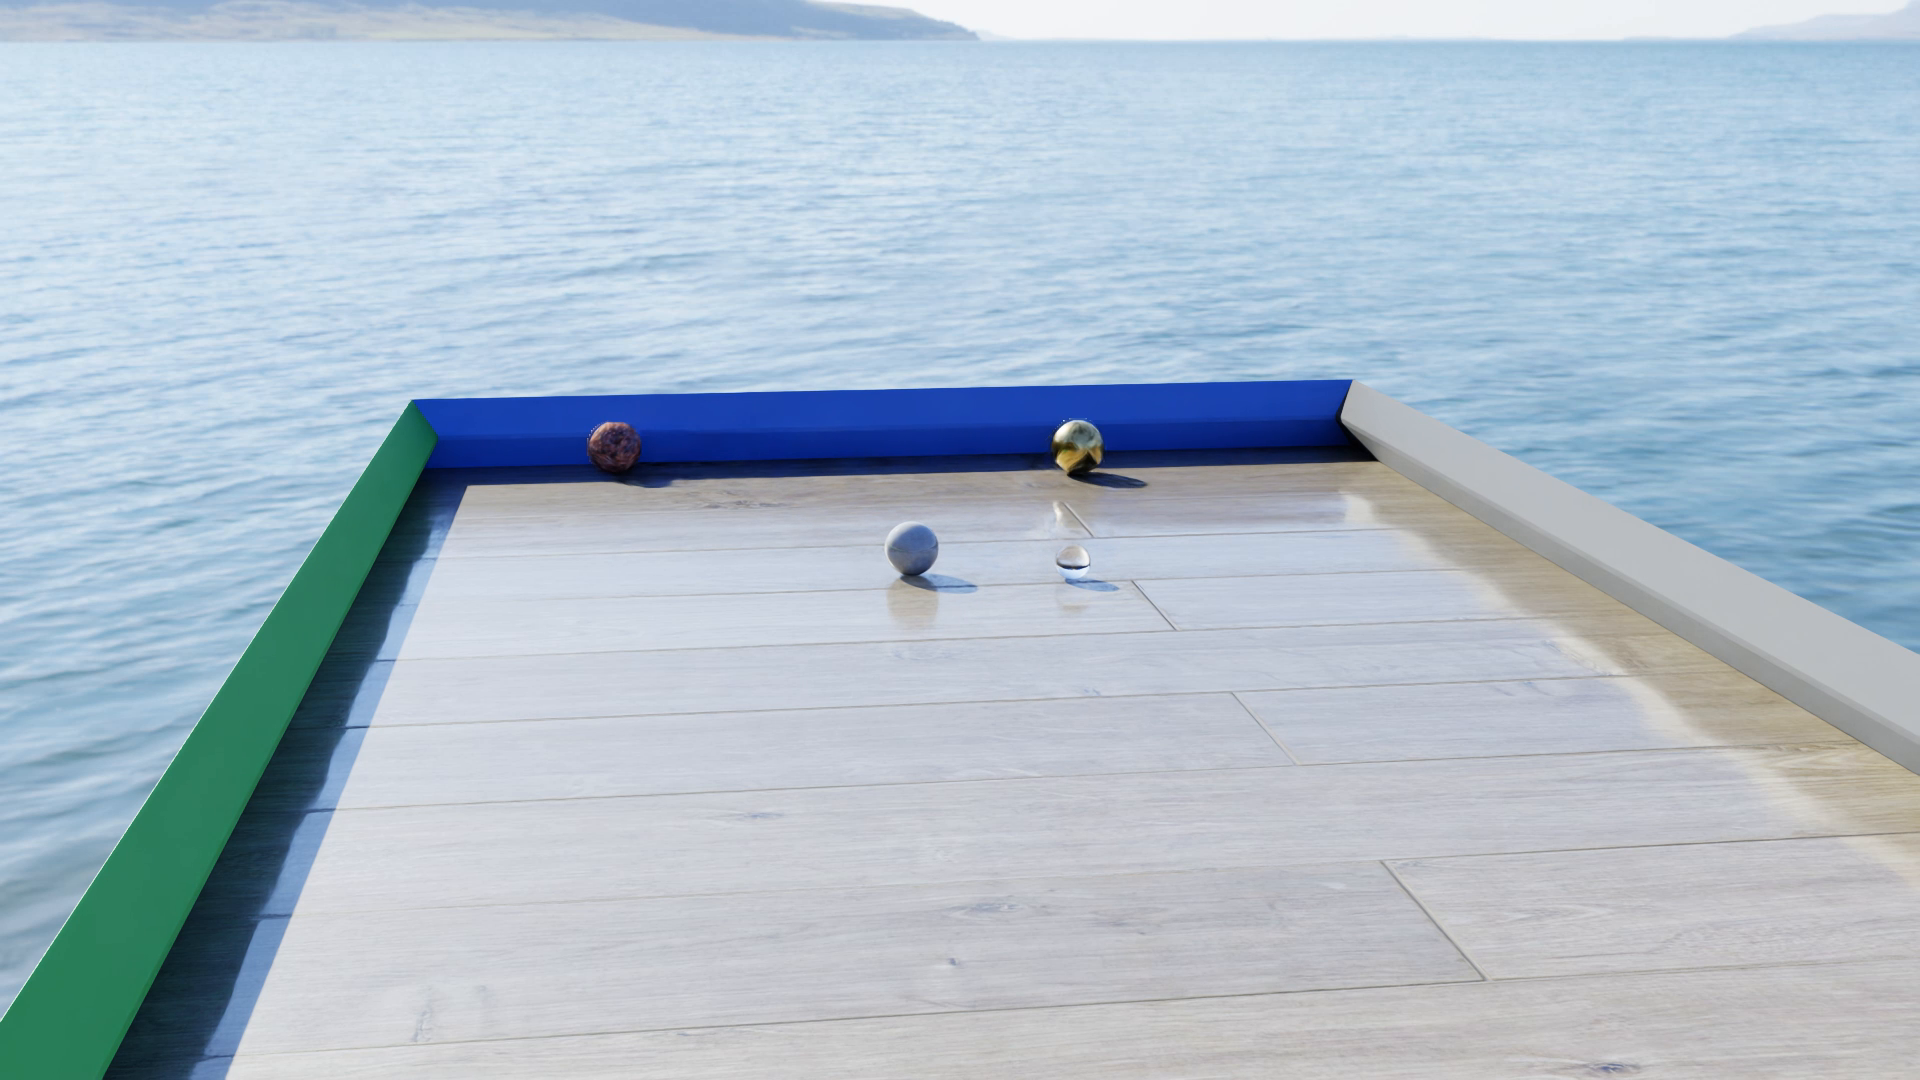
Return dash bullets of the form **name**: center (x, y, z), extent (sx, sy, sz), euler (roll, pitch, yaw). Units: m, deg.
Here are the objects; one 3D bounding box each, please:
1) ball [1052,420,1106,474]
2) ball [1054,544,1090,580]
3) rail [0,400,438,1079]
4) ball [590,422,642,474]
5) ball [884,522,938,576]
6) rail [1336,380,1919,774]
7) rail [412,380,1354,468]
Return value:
- **ball**: center (0.190, -0.149, 3.531), extent (0.086, 0.086, 0.086), euler (0, 13, 0)
- **ball**: center (0.146, 0.028, 2.844), extent (0.047, 0.047, 0.047), euler (0, 13, 0)
- **rail**: center (-0.652, 0.175, 2.051), extent (0.045, 0.112, 3.154), euler (-2, 13, -8)
- **ball**: center (-0.554, -0.149, 3.534), extent (0.084, 0.084, 0.084), euler (0, 13, 0)
- **ball**: center (-0.063, 0.011, 2.864), extent (0.071, 0.071, 0.071), euler (0, 13, 0)
- **rail**: center (0.866, 0.129, 2.254), extent (0.045, 0.112, 3.154), euler (-2, 13, -8)
- **rail**: center (-0.104, -0.191, 3.652), extent (1.580, 0.112, 0.045), euler (-2, 13, -8)
